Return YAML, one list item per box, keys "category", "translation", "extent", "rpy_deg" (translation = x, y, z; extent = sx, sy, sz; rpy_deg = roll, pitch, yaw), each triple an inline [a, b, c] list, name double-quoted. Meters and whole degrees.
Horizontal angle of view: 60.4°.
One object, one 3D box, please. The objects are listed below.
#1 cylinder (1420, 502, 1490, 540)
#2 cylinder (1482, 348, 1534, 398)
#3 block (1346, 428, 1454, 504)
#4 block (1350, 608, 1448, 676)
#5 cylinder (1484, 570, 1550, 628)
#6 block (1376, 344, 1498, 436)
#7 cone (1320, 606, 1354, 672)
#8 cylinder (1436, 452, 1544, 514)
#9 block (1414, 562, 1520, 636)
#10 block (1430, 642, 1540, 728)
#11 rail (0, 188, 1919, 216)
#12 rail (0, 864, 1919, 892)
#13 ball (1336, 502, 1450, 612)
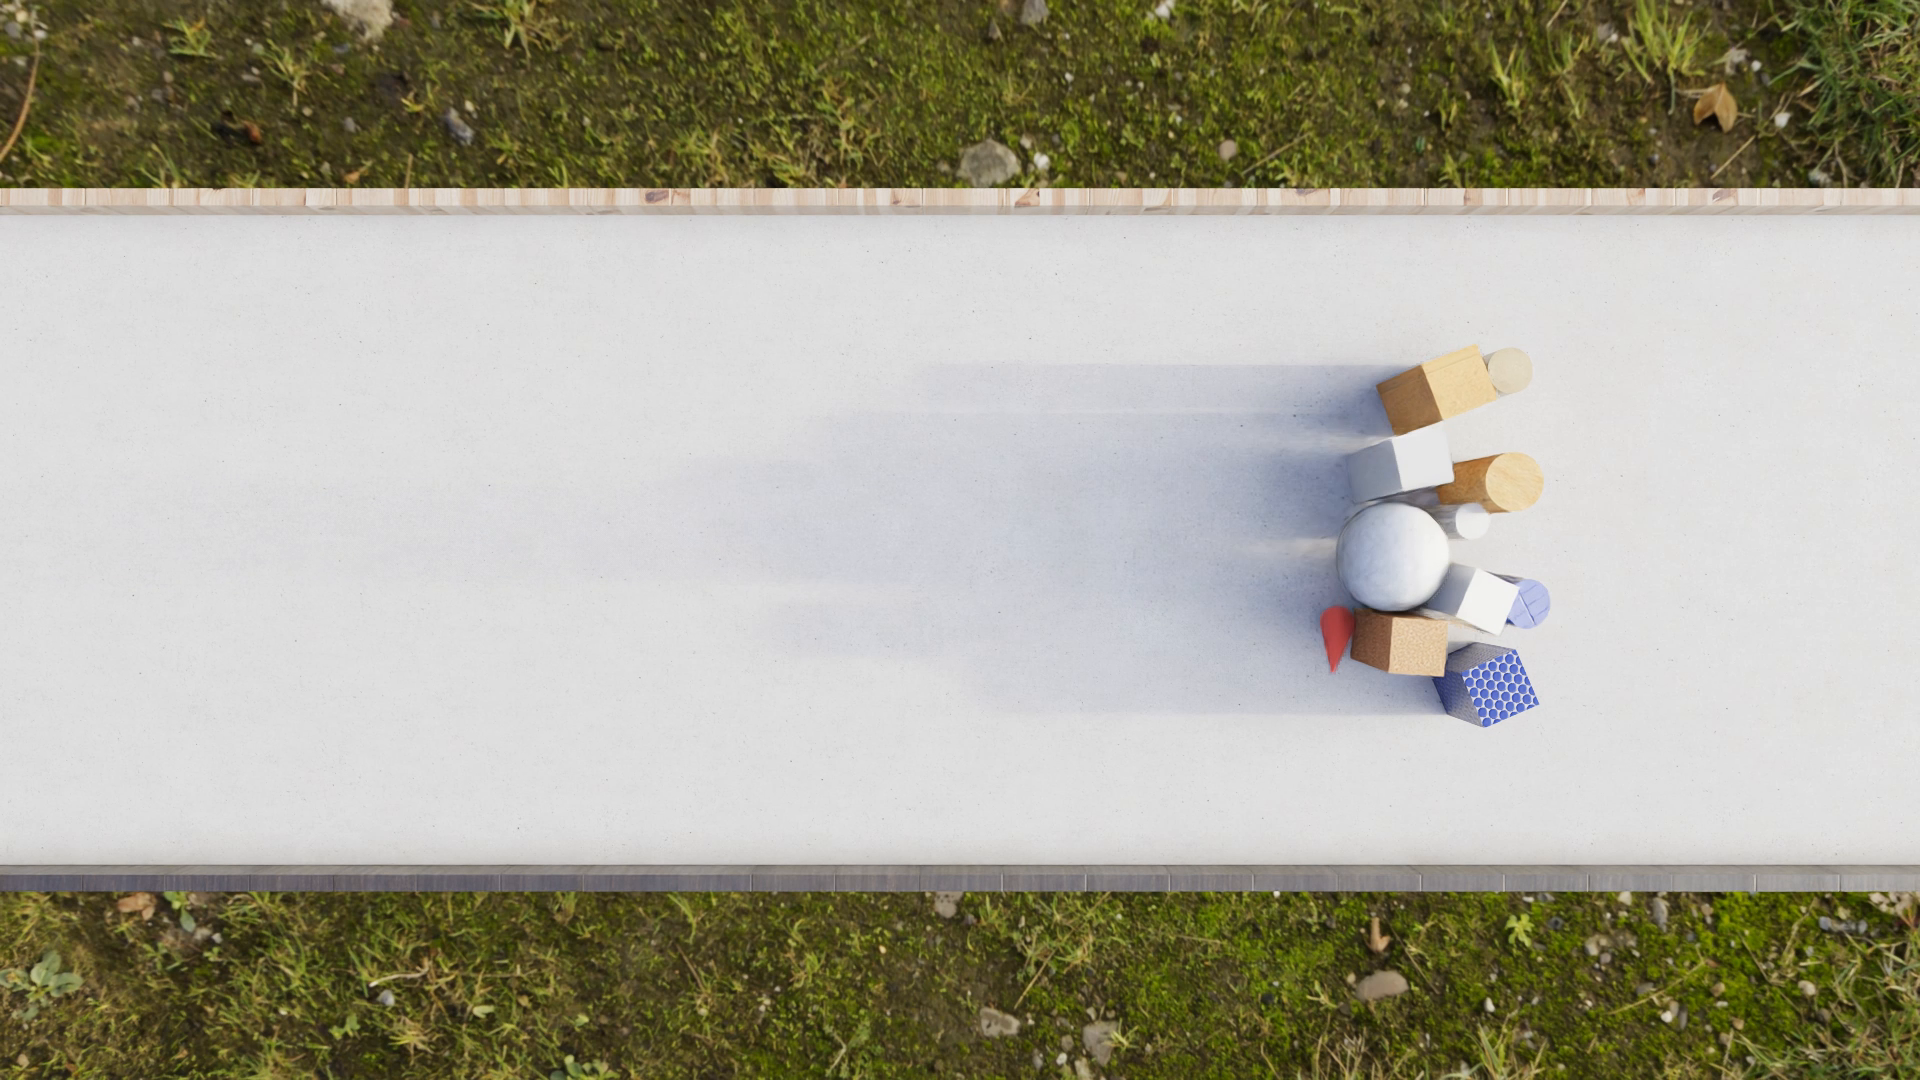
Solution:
- category: "cylinder"
  translation: [1.455, -0.054, 4.917]
  extent: [0.107, 0.306, 0.107]
  rpy_deg: [0, 89, -10]
- category: "cylinder"
  translation: [1.555, -0.476, 4.873]
  extent: [0.130, 0.404, 0.130]
  rpy_deg: [0, 89, -1]
- category: "block"
  translation: [1.284, -0.211, 4.841]
  extent: [0.151, 0.456, 0.151]
  rpy_deg: [-11, 87, -4]
- category: "block"
  translation: [1.286, 0.296, 4.851]
  extent: [0.156, 0.447, 0.156]
  rpy_deg: [4, 91, 0]
- category: "cylinder"
  translation: [1.605, 0.173, 4.911]
  extent: [0.145, 0.305, 0.145]
  rpy_deg: [-1, 95, -14]
- category: "block"
  translation: [1.398, -0.436, 4.861]
  extent: [0.170, 0.410, 0.170]
  rpy_deg: [-21, 89, -5]
- category: "cone"
  translation: [1.108, 0.318, 4.880]
  extent: [0.106, 0.385, 0.106]
  rpy_deg: [5, 112, 13]
- category: "cylinder"
  translation: [1.560, -0.161, 4.872]
  extent: [0.168, 0.399, 0.168]
  rpy_deg: [0, 89, -3]
- category: "block"
  translation: [1.457, 0.158, 4.872]
  extent: [0.150, 0.384, 0.150]
  rpy_deg: [23, 90, -14]
- category: "block"
  translation: [1.545, 0.426, 4.897]
  extent: [0.172, 0.360, 0.172]
  rpy_deg: [-23, 90, 0]
- category: "rail"
  translation: [-2.247, -1.025, 5.002]
  extent: [12.000, 0.150, 0.050]
  rpy_deg: [0, 90, 0]
- category: "rail"
  translation: [-2.247, 1.025, 5.001]
  extent: [12.000, 0.150, 0.050]
  rpy_deg: [0, 90, 0]
- category: "ball"
  translation: [1.258, 0.048, 4.803]
  extent: [0.322, 0.322, 0.322]
  rpy_deg: [0, 90, 0]
